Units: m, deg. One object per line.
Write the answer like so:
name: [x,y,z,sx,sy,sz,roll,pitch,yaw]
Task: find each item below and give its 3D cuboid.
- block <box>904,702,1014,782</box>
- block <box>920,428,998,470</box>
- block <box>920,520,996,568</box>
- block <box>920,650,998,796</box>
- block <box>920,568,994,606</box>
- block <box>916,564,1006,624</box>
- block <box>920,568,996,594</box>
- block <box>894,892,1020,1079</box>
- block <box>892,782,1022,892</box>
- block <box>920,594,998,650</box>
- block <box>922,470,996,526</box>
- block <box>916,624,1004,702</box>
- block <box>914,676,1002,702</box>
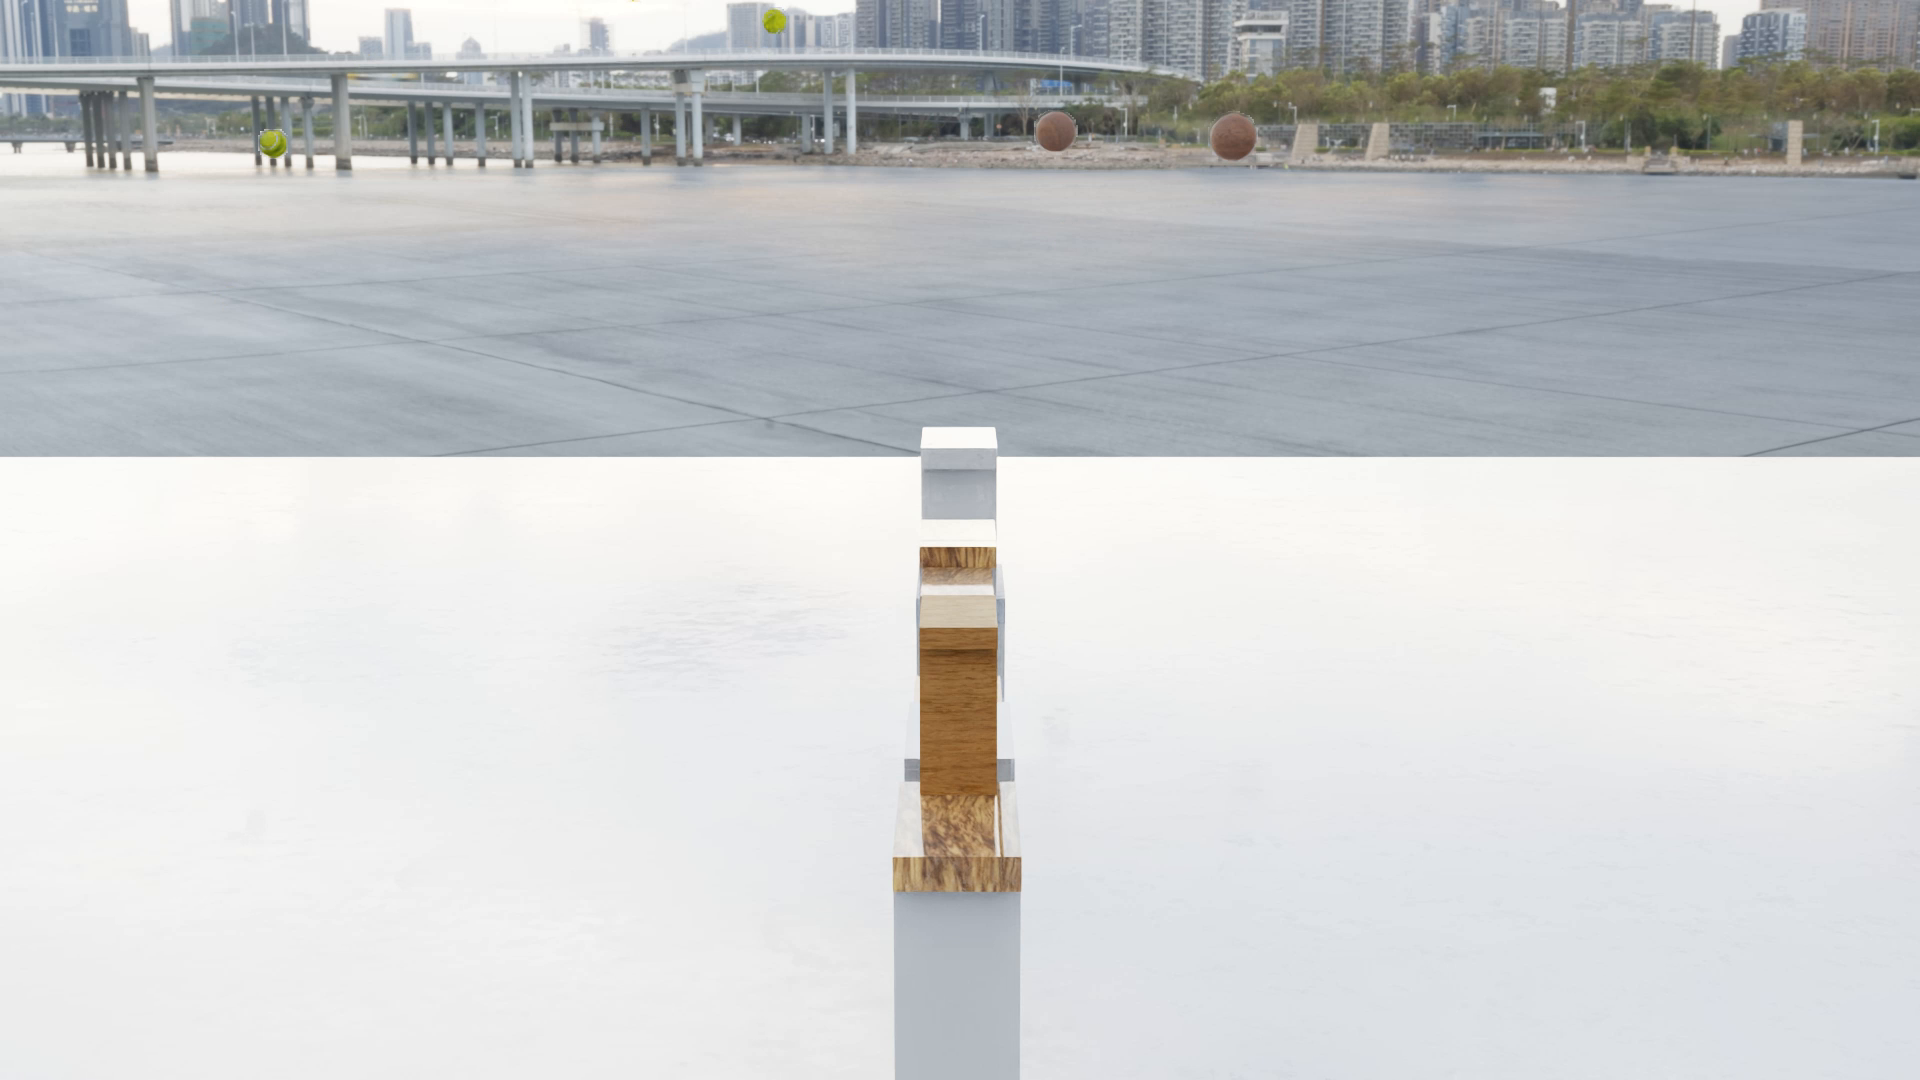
block: [-0.001,0.307,3.323,0.159,0.045,0.319,0,11,0]
block: [-0.002,-0.170,4.053,0.136,0.039,0.273,0,11,0]
block: [-0.003,0.005,3.450,0.117,0.033,0.235,0,11,0]
block: [-0.002,0.241,2.976,0.104,0.208,0.029,0,11,0]
block: [-0.004,0.075,3.232,0.104,0.029,0.208,0,11,0]
block: [0.001,0.103,4.313,0.169,0.048,0.338,0,11,0]
block: [-0.003,0.151,3.397,0.117,0.235,0.033,0,11,0]
block: [-0.004,0.585,2.817,0.160,0.320,0.045,0,11,0]
block: [-0.004,0.386,2.889,0.160,0.045,0.320,0,11,0]
block: [-0.002,0.112,3.023,0.104,0.029,0.208,0,11,0]
block: [-0.002,0.082,4.007,0.136,0.440,0.039,0,11,0]
block: [0.001,0.313,4.238,0.169,0.337,0.048,0,11,0]
block: [-0.004,0.280,3.632,0.145,0.041,0.291,0,11,0]
